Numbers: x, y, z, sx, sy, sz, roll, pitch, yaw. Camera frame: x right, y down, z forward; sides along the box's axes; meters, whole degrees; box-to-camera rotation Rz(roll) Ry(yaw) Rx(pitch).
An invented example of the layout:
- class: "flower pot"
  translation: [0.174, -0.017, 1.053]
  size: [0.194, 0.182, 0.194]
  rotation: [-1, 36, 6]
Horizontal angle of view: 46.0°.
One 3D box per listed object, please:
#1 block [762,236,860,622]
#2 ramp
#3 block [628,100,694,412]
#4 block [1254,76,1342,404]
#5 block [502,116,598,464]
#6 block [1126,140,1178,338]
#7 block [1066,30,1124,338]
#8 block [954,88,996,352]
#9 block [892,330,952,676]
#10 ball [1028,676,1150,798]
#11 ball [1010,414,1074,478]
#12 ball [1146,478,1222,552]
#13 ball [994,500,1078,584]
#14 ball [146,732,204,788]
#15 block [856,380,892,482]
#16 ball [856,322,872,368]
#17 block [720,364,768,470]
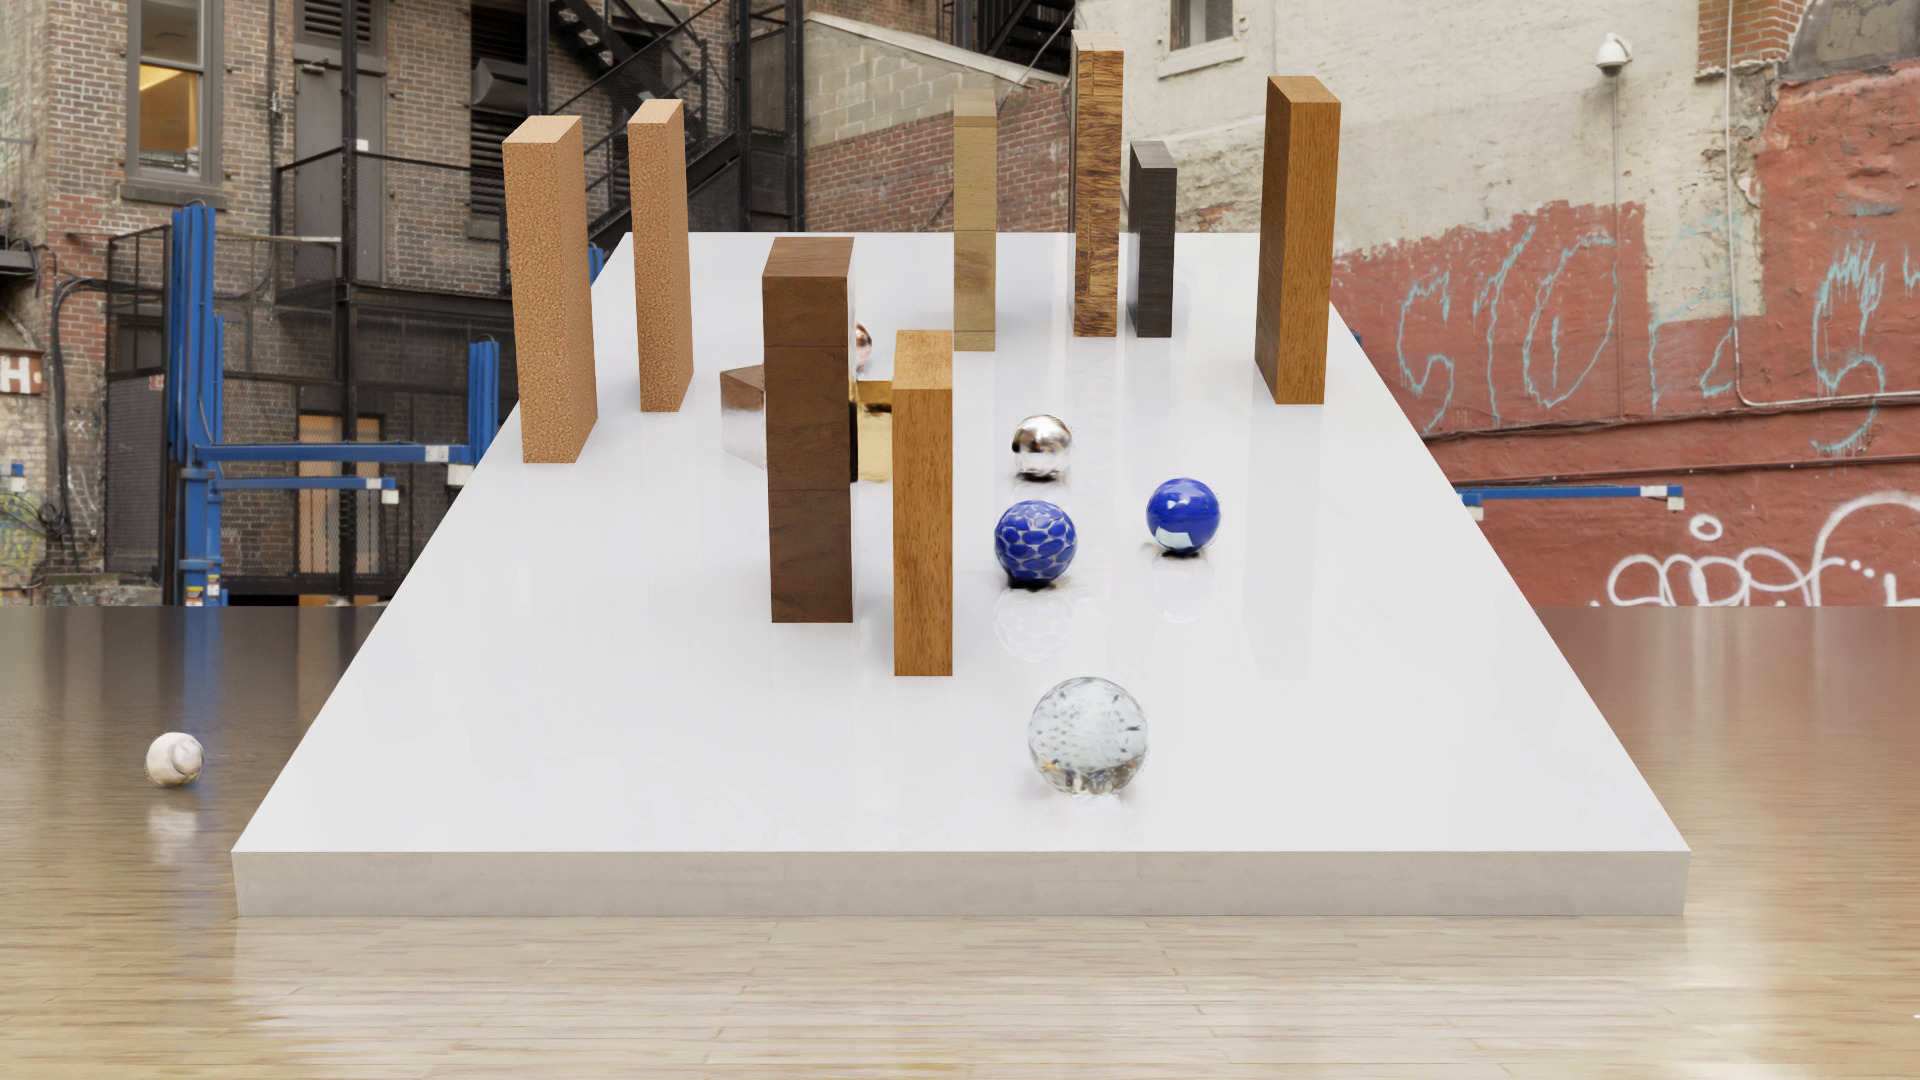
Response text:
- class: "block"
  translation: [-0.254, -0.195, 3.927]
  size: [0.139, 0.607, 0.303]
  rotation: [0, 20, 0]
- class: "ramp"
  translation: [-0.005, -0.205, 4.999]
  size: [2.000, 0.100, 4.000]
  rotation: [0, 20, 0]
- class: "block"
  translation: [-0.673, -0.646, 5.118]
  size: [0.083, 0.646, 0.326]
  rotation: [0, 20, 0]
- class: "block"
  translation: [0.771, -0.695, 5.208]
  size: [0.108, 0.681, 0.394]
  rotation: [0, 20, 0]
- class: "block"
  translation: [-0.857, -0.530, 4.763]
  size: [0.107, 0.669, 0.327]
  rotation: [0, 20, 0]
- class: "block"
  translation: [0.488, -0.776, 5.804]
  size: [0.087, 0.429, 0.386]
  rotation: [0, 20, 0]
- class: "block"
  translation: [0.340, -0.912, 5.764]
  size: [0.108, 0.711, 0.392]
  rotation: [0, 20, 0]
- class: "block"
  translation: [0.035, -0.807, 5.670]
  size: [0.102, 0.576, 0.424]
  rotation: [0, 20, 0]
- class: "block"
  translation: [-0.059, -0.068, 3.760]
  size: [0.095, 0.483, 0.365]
  rotation: [0, 20, 0]
- class: "ball"
  translation: [0.183, 0.282, 3.243]
  size: [0.175, 0.175, 0.175]
  rotation: [0, -2, 0]
- class: "ball"
  translation: [0.167, -0.191, 4.619]
  size: [0.132, 0.132, 0.132]
  rotation: [0, -2, 0]
- class: "ball"
  translation: [0.415, -0.047, 4.207]
  size: [0.140, 0.140, 0.140]
  rotation: [0, -2, 0]
- class: "ball"
  translation: [0.135, 0.003, 4.052]
  size: [0.151, 0.151, 0.151]
  rotation: [0, -2, 0]
- class: "ball"
  translation: [-1.827, 0.512, 5.273]
  size: [0.130, 0.130, 0.130]
  rotation: [0, -2, 0]
- class: "block"
  translation: [-0.147, -0.224, 4.658]
  size: [0.167, 0.167, 0.167]
  rotation: [2, 20, 6]
- class: "ball"
  translation: [-0.268, -0.464, 5.395]
  size: [0.118, 0.118, 0.118]
  rotation: [0, -2, 0]
- class: "block"
  translation: [-0.382, -0.265, 4.760]
  size: [0.174, 0.174, 0.174]
  rotation: [-14, 24, -34]
